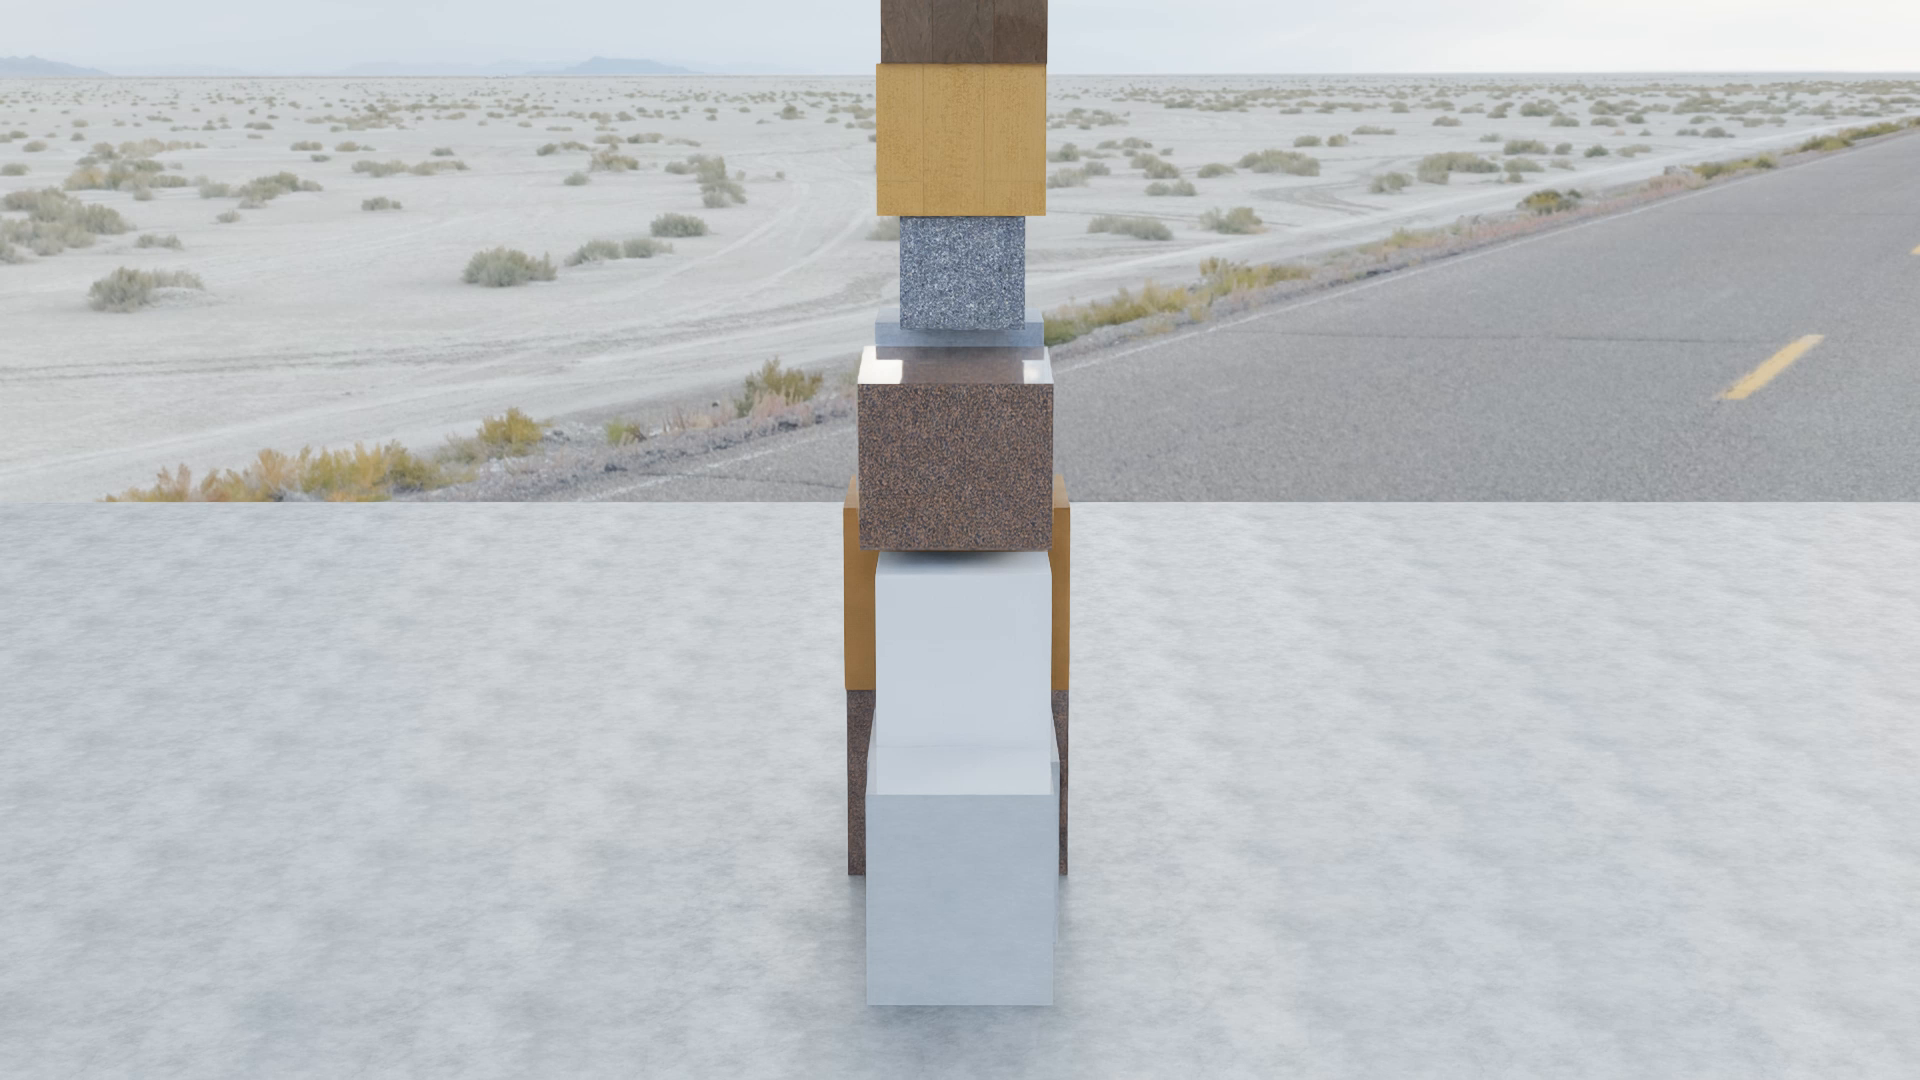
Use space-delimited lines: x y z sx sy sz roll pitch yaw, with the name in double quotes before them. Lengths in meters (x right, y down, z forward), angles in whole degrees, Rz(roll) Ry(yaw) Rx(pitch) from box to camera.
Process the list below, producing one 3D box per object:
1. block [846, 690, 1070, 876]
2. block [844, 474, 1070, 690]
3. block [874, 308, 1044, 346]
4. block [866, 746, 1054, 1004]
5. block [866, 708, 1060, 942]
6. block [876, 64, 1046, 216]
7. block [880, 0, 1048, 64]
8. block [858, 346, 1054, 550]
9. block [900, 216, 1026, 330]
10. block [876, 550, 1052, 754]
"block" -0.010 0.989 11.761 0.974 0.847 0.918 0 10 0
"block" -0.014 0.176 11.607 0.983 0.808 0.921 0 10 0
"block" -0.003 -0.611 11.463 0.729 0.792 0.712 0 10 0
"block" -0.001 1.304 10.071 0.710 0.832 0.705 0 10 0
"block" 0.013 1.193 10.870 0.778 0.763 0.887 0 10 0
"block" 0.005 -1.704 10.869 0.699 0.621 0.652 0 10 0
"block" 0.017 -2.347 10.751 0.680 0.688 0.710 0 10 0
"block" -0.017 -0.395 10.709 0.783 0.694 0.766 0 16 0
"block" 0.010 -1.165 10.968 0.522 0.475 0.594 0 10 0
"block" 0.015 0.440 10.787 0.710 0.750 0.767 0 10 0
